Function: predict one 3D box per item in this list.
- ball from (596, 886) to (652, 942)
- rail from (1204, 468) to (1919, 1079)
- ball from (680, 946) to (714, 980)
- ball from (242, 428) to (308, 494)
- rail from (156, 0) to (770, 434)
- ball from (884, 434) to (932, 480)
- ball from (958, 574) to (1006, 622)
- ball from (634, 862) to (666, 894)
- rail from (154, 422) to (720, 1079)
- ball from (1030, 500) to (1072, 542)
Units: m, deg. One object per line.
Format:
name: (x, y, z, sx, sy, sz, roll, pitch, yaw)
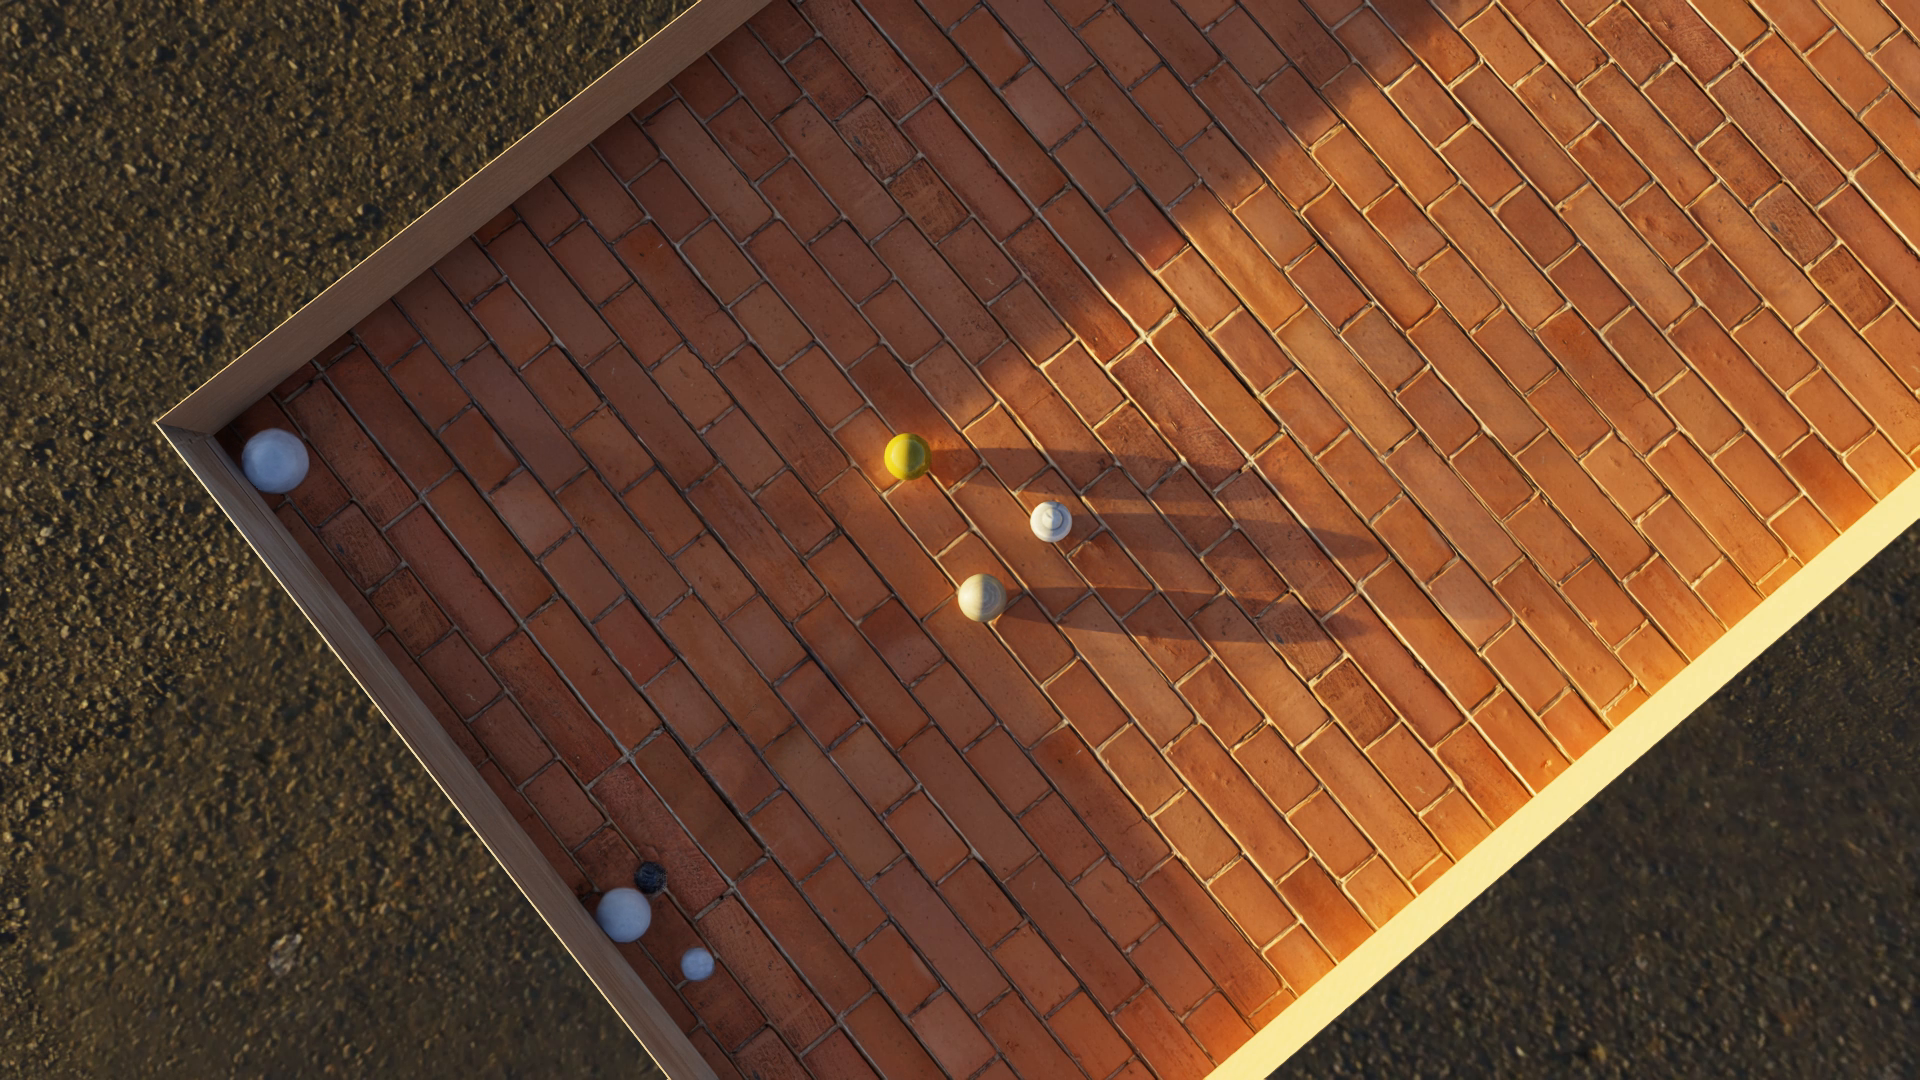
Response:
ball: (-0.487, 0.542, 3.184, 0.079, 0.079, 0.079, 0, 82, 0)
rail: (1.159, 0.135, 3.219, 3.221, 0.125, 0.045, -39, 84, -5)
ball: (-0.381, 0.614, 3.190, 0.048, 0.048, 0.048, 0, 82, 0)
ball: (-1.019, -0.118, 3.271, 0.096, 0.096, 0.096, 0, 82, 0)
rail: (0.085, -1.157, 3.406, 3.221, 0.125, 0.045, -39, 84, -5)
ball: (-0.077, -0.124, 3.285, 0.071, 0.071, 0.071, 0, 82, 0)
ball: (0.033, 0.086, 3.254, 0.072, 0.072, 0.072, 0, 82, 0)
ball: (-0.453, 0.492, 3.208, 0.046, 0.046, 0.046, 0, 82, 0)
rail: (-0.604, 0.487, 3.168, 0.045, 0.125, 1.737, -39, 84, -5)
ball: (0.136, -0.027, 3.276, 0.062, 0.062, 0.062, 0, 82, 0)
